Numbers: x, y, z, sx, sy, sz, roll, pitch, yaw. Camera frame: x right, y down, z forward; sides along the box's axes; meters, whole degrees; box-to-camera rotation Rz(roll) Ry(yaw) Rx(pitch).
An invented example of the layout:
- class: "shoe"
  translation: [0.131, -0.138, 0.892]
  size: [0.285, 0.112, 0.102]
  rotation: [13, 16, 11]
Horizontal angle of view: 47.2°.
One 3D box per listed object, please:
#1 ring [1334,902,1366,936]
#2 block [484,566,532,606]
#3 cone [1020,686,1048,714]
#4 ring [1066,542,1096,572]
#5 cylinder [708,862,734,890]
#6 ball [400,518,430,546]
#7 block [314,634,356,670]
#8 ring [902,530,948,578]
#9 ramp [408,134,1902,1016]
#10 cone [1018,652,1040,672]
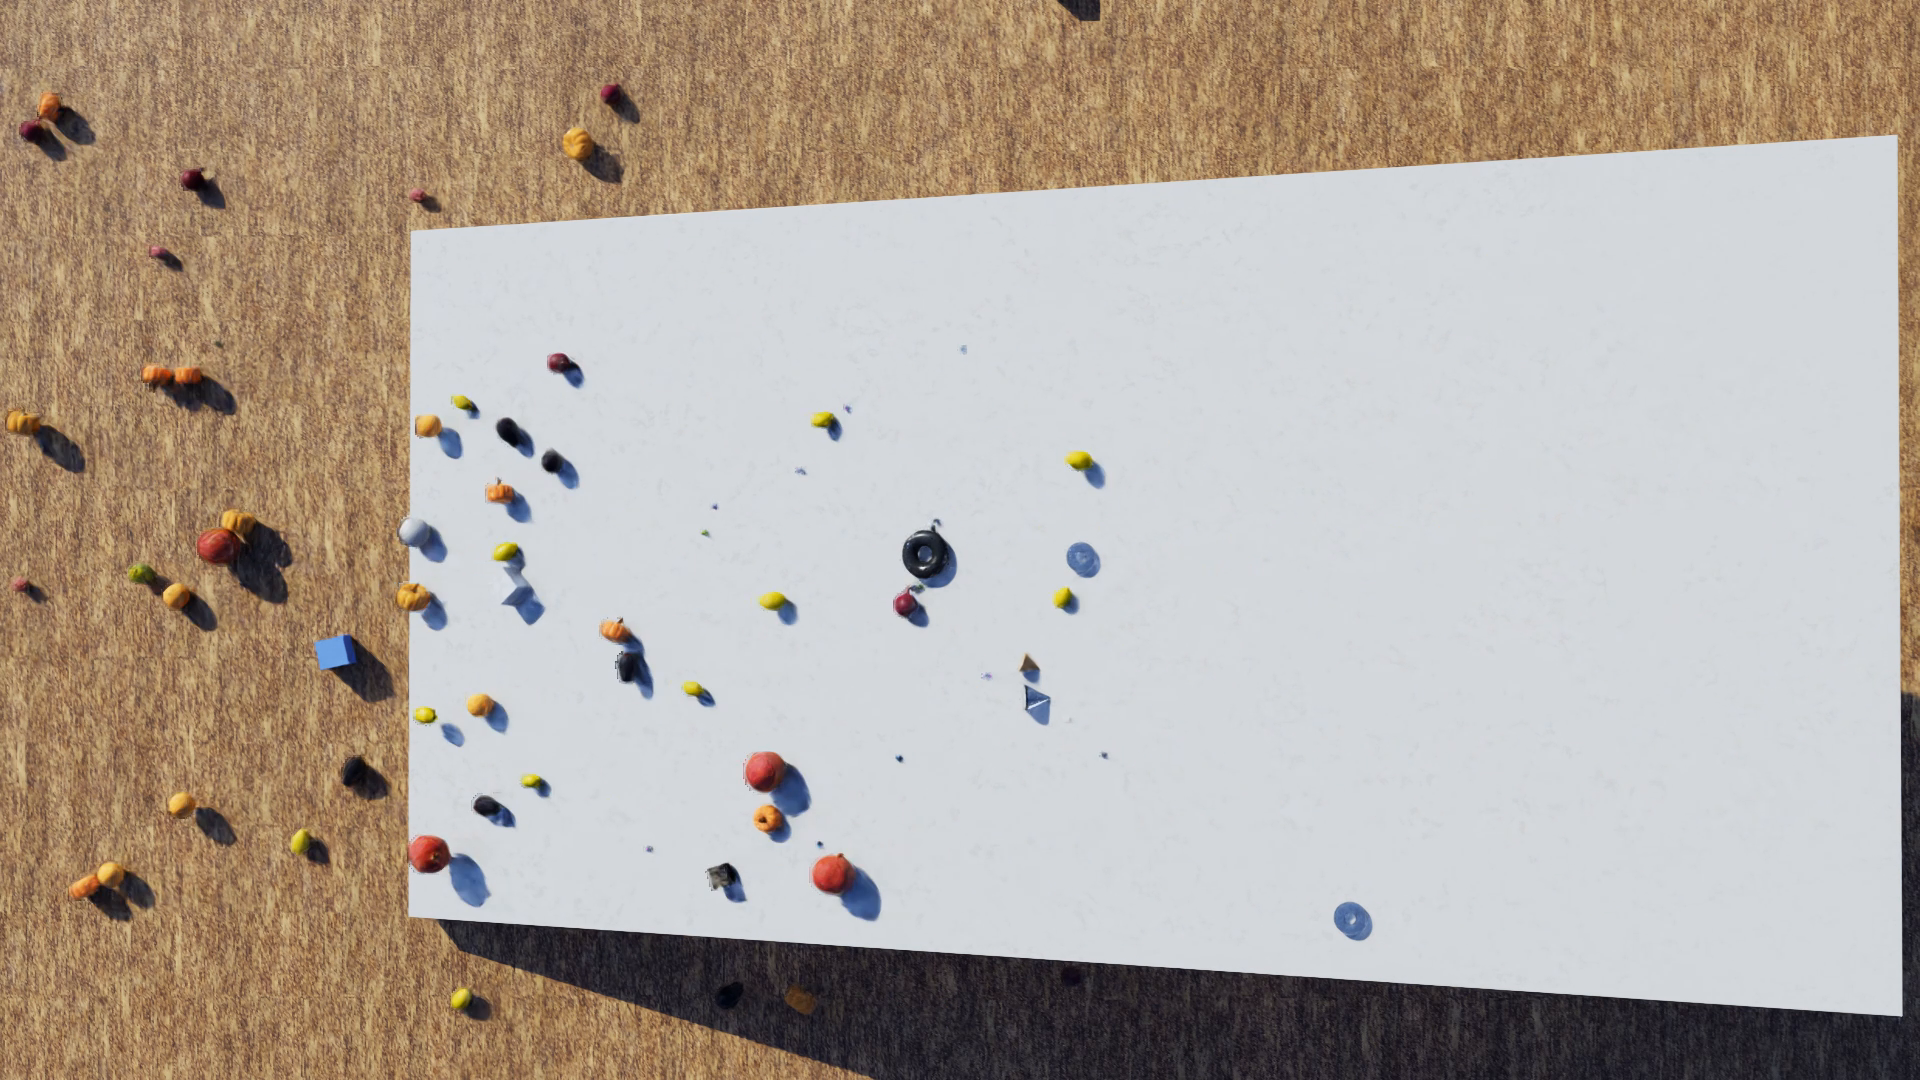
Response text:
- class: "ring"
  translation: [0.960, 0.931, 5.411]
  size: [0.083, 0.028, 0.083]
  rotation: [-1, 88, 22]
- class: "block"
  translation: [-1.285, 0.130, 6.251]
  size: [0.077, 0.077, 0.077]
  rotation: [-44, 75, 15]
- class: "cone"
  translation: [0.202, 0.409, 5.705]
  size: [0.072, 0.072, 0.072]
  rotation: [-8, 89, -18]
- class: "ring"
  translation: [0.312, 0.044, 5.671]
  size: [0.080, 0.027, 0.080]
  rotation: [-1, 88, 21]
- class: "cylinder"
  translation: [-0.653, 0.918, 6.010]
  size: [0.057, 0.057, 0.057]
  rotation: [-18, 82, 0]
- class: "ball"
  translation: [-1.576, -0.022, 6.359]
  size: [0.085, 0.085, 0.085]
  rotation: [0, 89, 0]
- class: "block"
  translation: [-1.835, 0.330, 6.463]
  size: [0.084, 0.084, 0.084]
  rotation: [-13, 89, 0]
- class: "ring"
  translation: [-0.092, 0.038, 5.816]
  size: [0.131, 0.044, 0.131]
  rotation: [-1, 88, 22]
- class: "ramp"
  translation: [0.282, 0.088, 5.749]
  size: [4.000, 0.100, 2.000]
  rotation: [0, 89, 21]
- class: "cone"
  translation: [0.184, 0.327, 5.717]
  size: [0.054, 0.054, 0.054]
  rotation: [21, 89, -7]
